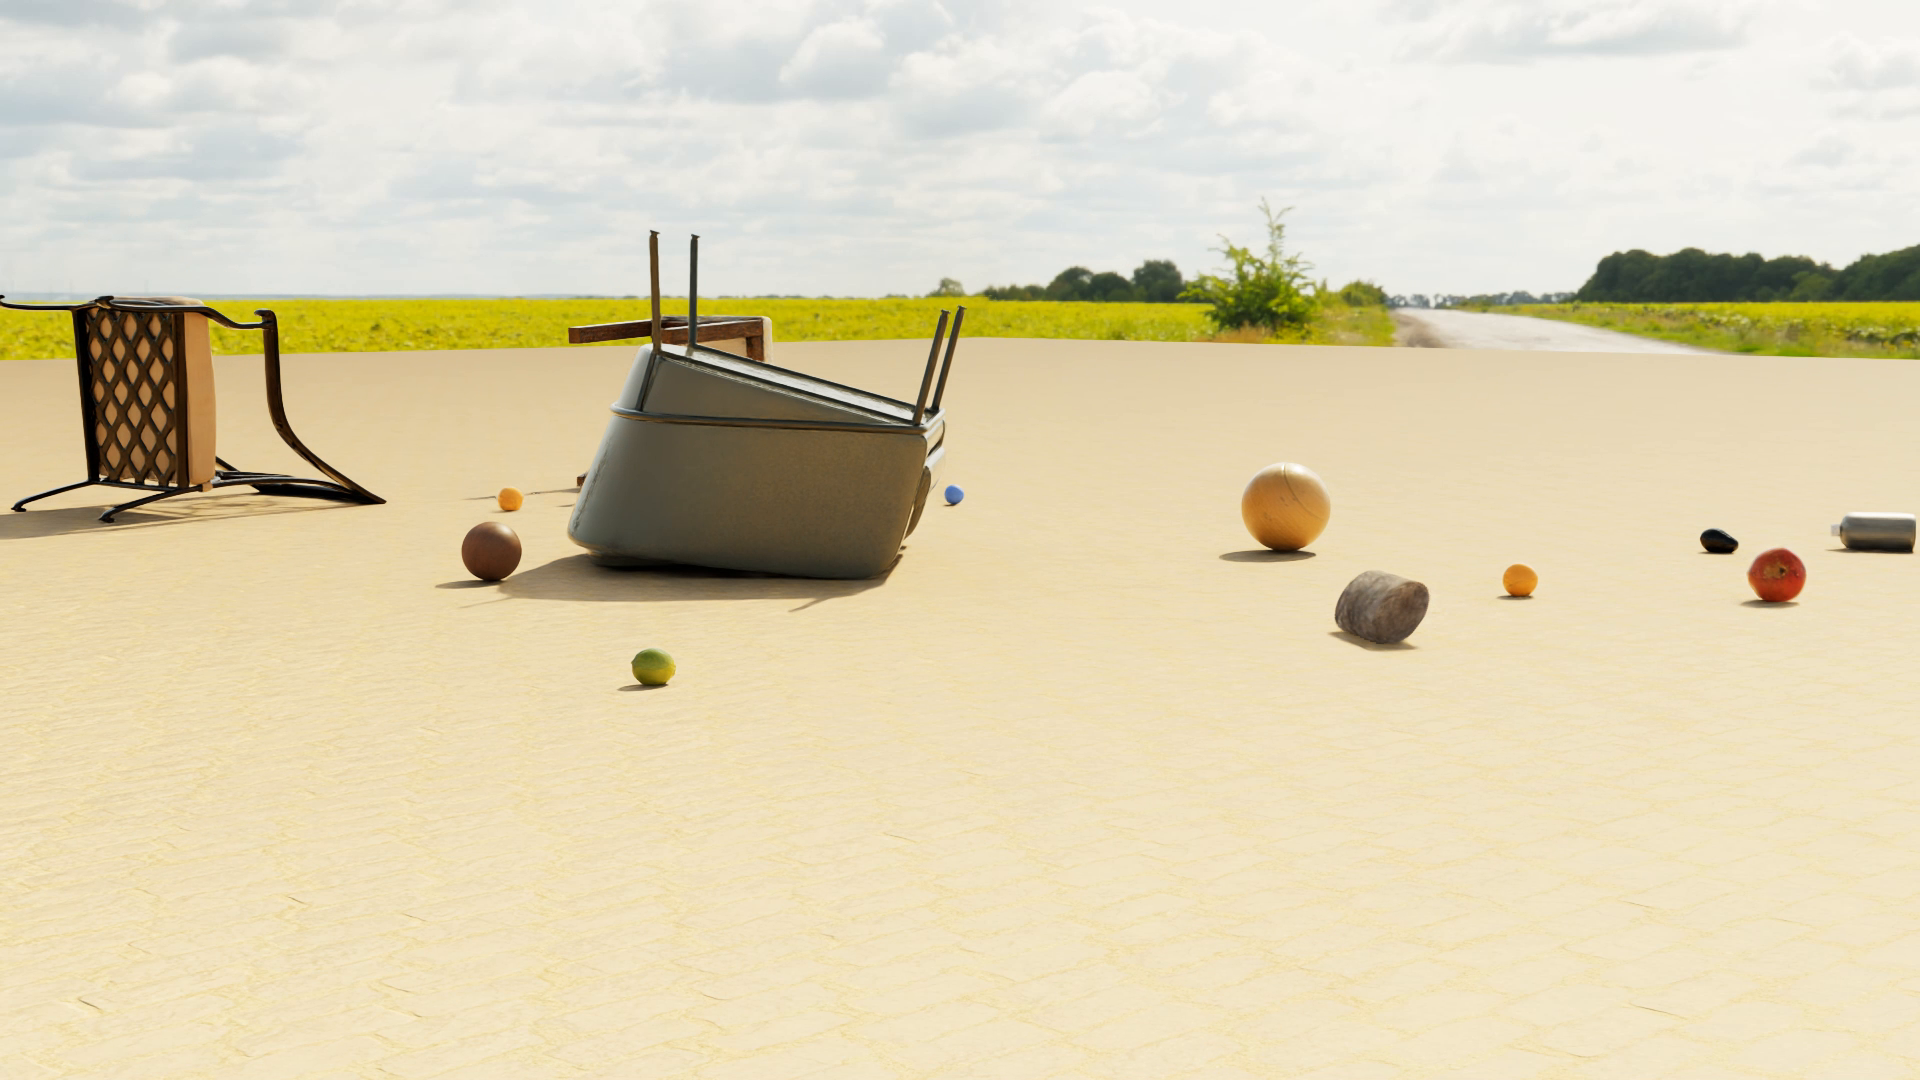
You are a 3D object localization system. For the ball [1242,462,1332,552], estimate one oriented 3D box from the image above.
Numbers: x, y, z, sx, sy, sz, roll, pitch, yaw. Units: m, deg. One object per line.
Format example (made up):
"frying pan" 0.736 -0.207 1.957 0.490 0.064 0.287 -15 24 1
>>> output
"ball" 0.780 -0.079 6.137 0.214 0.214 0.214 0 6 0

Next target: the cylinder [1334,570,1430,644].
"cylinder" 0.769 0.121 4.686 0.081 0.132 0.191 41 -4 -14

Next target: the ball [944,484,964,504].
"ball" -0.017 -0.132 7.408 0.058 0.058 0.058 0 6 0
